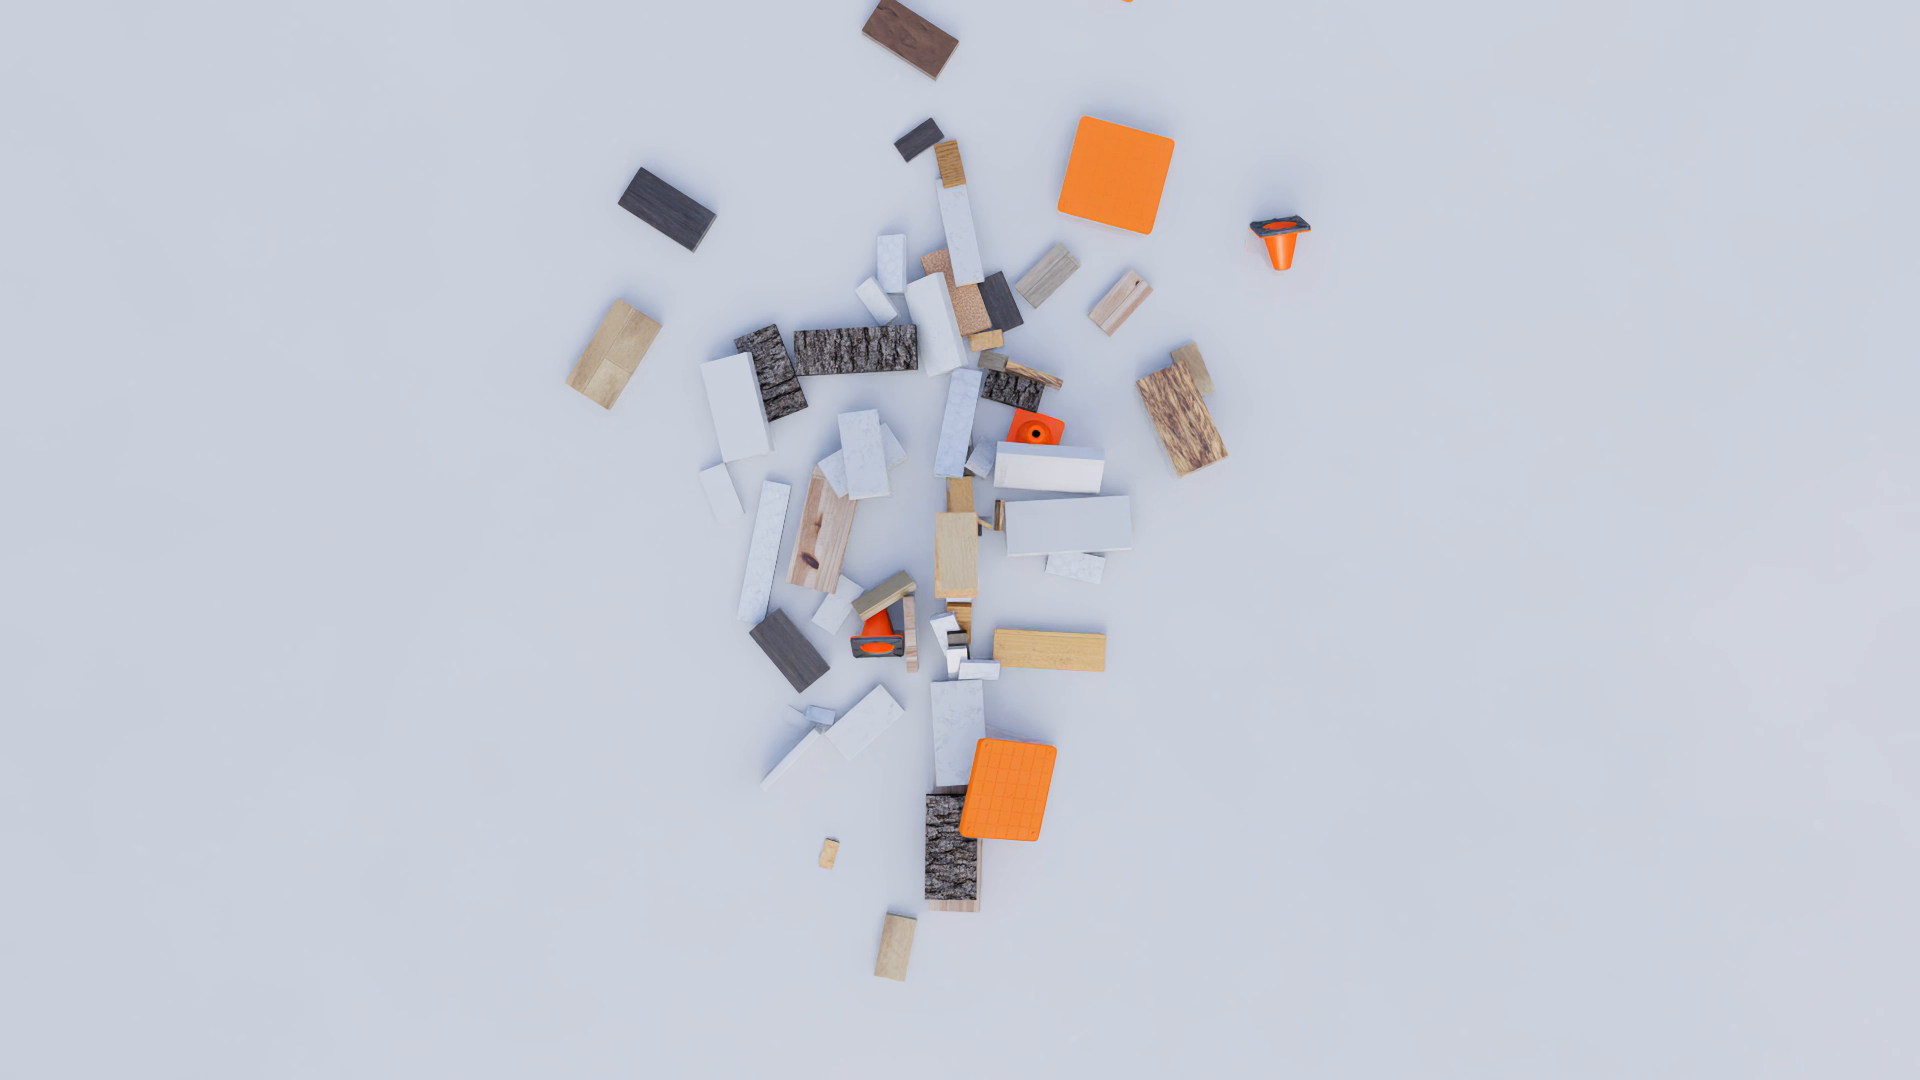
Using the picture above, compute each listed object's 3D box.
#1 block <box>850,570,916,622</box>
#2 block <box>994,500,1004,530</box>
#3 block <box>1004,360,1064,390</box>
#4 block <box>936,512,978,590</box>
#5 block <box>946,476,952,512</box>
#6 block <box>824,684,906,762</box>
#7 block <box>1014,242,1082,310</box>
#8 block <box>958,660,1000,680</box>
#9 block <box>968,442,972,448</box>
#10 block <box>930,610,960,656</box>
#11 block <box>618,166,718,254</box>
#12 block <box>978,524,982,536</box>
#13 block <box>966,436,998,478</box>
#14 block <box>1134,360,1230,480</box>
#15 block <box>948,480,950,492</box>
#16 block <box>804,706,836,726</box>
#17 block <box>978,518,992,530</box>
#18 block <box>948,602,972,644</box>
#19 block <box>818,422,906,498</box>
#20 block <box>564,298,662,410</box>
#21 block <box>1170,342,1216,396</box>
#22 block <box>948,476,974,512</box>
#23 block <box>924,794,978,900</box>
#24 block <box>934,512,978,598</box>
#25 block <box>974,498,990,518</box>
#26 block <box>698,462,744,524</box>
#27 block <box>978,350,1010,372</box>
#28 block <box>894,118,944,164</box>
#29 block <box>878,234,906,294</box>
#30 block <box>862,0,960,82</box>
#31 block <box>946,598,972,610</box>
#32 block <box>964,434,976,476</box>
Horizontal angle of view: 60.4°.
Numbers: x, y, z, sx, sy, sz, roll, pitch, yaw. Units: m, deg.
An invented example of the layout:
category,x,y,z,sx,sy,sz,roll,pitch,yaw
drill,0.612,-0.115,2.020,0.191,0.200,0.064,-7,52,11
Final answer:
category,x,y,z,sx,sy,sz,roll,pitch,yaw
block,-0.252,0.183,5.437,0.208,0.104,0.029,-32,119,-6
block,0.131,-0.082,5.474,0.014,0.051,0.102,3,90,-19
block,0.245,-0.544,5.452,0.193,0.096,0.027,20,90,0
block,-0.008,0.033,4.948,0.114,0.032,0.228,-3,90,0
block,-0.007,-0.152,5.461,0.075,0.021,0.150,-1,67,0
block,-0.316,0.605,5.482,0.247,0.035,0.124,-41,90,0
block,0.291,-0.878,5.485,0.210,0.030,0.105,-44,90,0
block,0.063,0.429,5.452,0.132,0.019,0.066,2,121,-8
block,-0.006,-0.382,5.467,0.077,0.022,0.155,-3,73,0
block,-0.036,0.309,5.438,0.081,0.023,0.161,-15,125,10
block,-0.972,-1.096,5.479,0.293,0.042,0.147,32,90,0
block,0.002,-0.031,5.365,0.135,0.269,0.038,0,90,0
block,0.078,-0.275,5.436,0.077,0.155,0.022,31,135,-3
block,0.728,-0.396,5.420,0.175,0.050,0.350,-24,80,0
block,-0.006,-0.235,5.466,0.075,0.021,0.150,-2,72,0
block,-0.464,0.584,5.485,0.094,0.013,0.047,13,67,0
block,0.059,-0.065,5.475,0.102,0.051,0.014,30,90,0
block,-0.003,0.275,5.442,0.081,0.023,0.161,1,127,0
block,-0.323,-0.263,5.447,0.264,0.037,0.132,-32,80,-10
block,-1.149,-0.617,5.476,0.166,0.047,0.333,32,90,0
block,0.774,-0.561,5.487,0.089,0.025,0.177,-23,90,0
block,0.007,-0.131,5.417,0.075,0.021,0.150,-4,82,0
block,-0.029,1.009,5.428,0.170,0.048,0.340,1,90,0
block,-0.011,0.048,5.211,0.135,0.038,0.269,0,90,0
block,0.042,-0.117,5.493,0.102,0.014,0.051,21,90,0
block,-0.792,-0.155,5.487,0.092,0.026,0.184,-22,90,0
block,0.109,-0.592,5.457,0.111,0.016,0.055,17,90,41
block,-0.136,-1.330,5.489,0.153,0.022,0.077,-35,90,0
block,-0.226,-0.914,5.466,0.095,0.027,0.190,0,90,27
block,-0.164,-1.669,5.479,0.292,0.041,0.146,33,90,0
block,-0.004,0.198,5.420,0.081,0.161,0.023,1,72,0
block,0.008,-0.283,5.459,0.077,0.022,0.155,-5,72,-1
